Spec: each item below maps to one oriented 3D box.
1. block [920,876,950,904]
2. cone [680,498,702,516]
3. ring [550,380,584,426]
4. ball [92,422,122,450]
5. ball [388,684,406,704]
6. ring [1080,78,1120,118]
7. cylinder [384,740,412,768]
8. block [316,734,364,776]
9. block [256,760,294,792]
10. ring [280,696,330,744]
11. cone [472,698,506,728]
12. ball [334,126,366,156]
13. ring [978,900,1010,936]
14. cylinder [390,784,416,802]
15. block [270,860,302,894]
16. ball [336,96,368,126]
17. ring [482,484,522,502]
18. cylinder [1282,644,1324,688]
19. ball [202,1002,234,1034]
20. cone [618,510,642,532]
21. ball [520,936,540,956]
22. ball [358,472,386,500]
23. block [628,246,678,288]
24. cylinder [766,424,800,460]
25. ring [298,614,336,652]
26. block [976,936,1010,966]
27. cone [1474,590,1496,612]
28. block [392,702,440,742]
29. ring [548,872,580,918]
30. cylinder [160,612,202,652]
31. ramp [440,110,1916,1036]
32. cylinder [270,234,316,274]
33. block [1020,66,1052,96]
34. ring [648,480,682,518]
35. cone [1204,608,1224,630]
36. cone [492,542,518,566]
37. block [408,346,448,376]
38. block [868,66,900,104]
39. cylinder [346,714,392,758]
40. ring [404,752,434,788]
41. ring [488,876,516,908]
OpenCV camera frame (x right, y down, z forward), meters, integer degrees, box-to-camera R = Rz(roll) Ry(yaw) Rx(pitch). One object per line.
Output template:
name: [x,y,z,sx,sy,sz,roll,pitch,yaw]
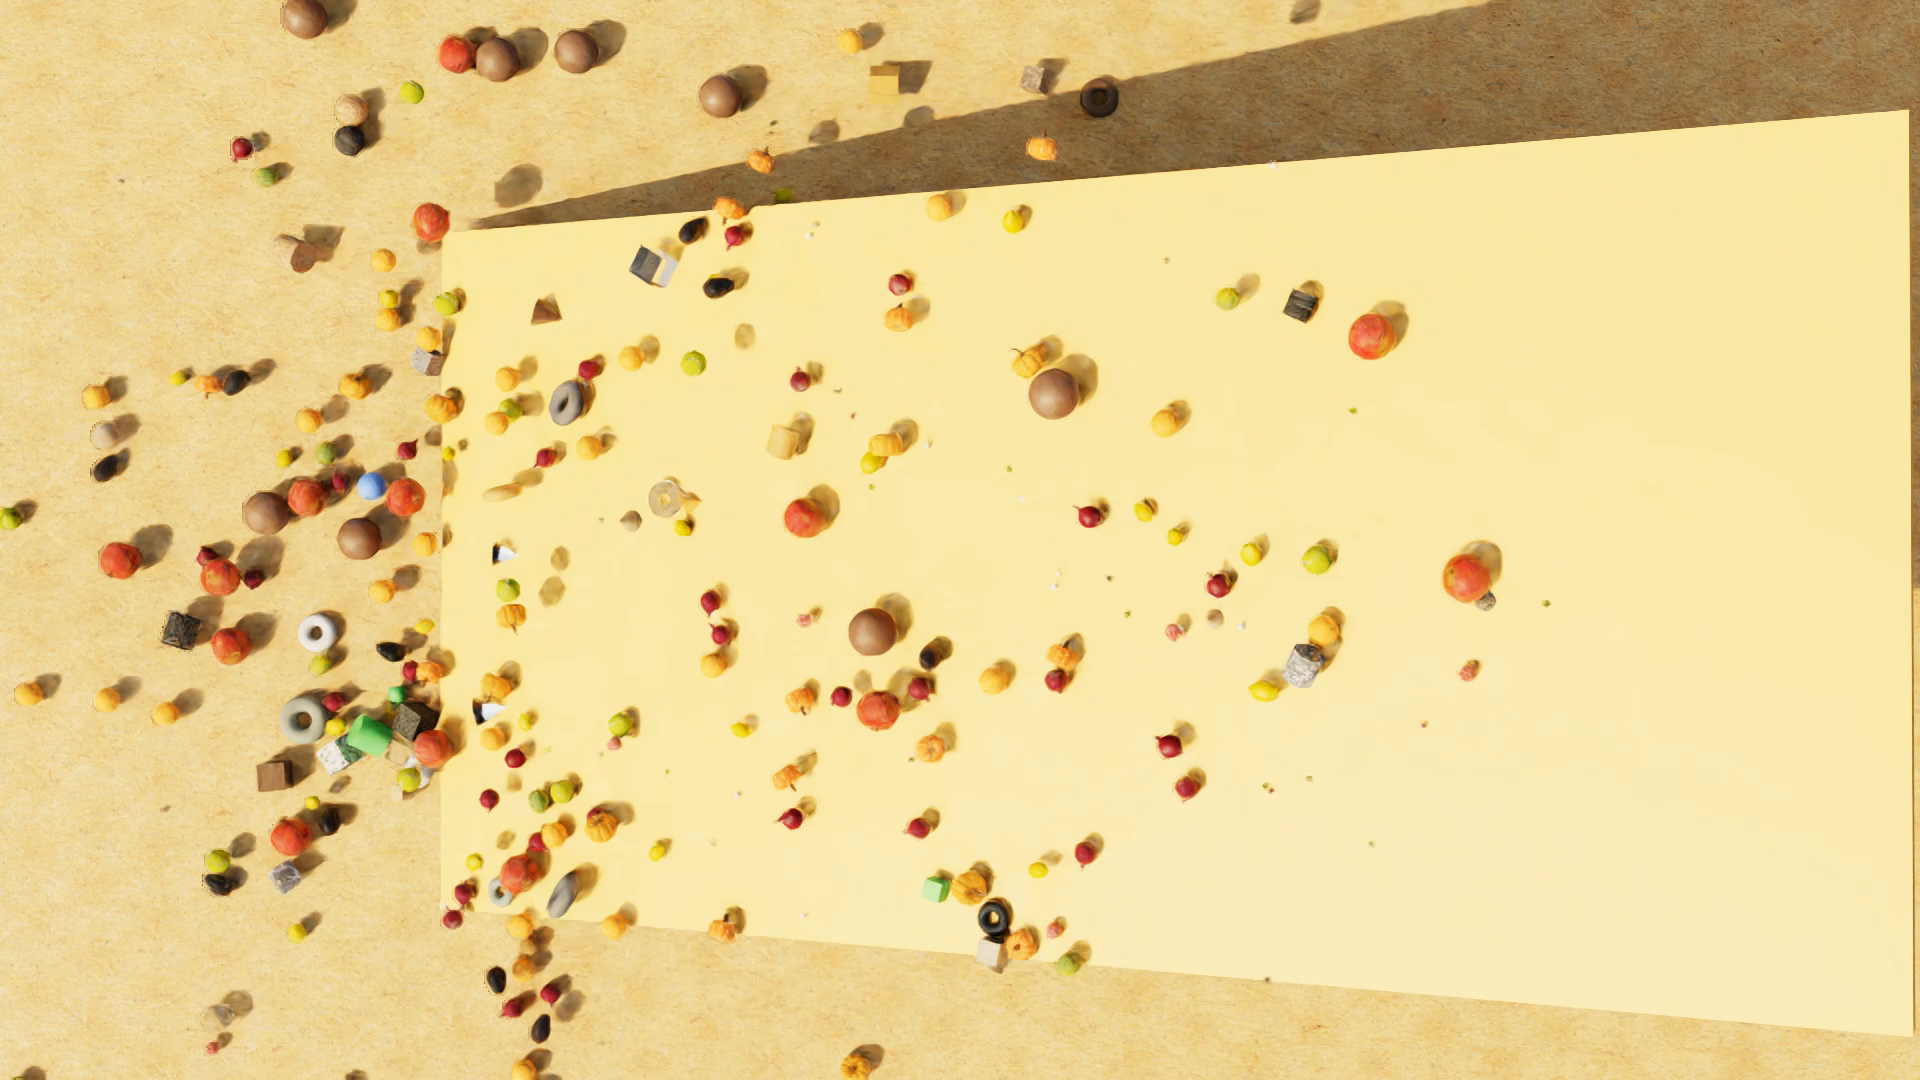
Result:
block: [-0.064,0.915,5.750,0.051,0.051,0.051,16,97,25]
cone: [-0.740,-0.101,6.110,0.054,0.054,0.054,-22,89,15]
ring: [-1.123,-0.390,6.276,0.044,0.133,0.133,20,89,-44]
ball: [-2.548,-0.311,6.567,0.081,0.081,0.081,0,89,0]
ball: [-1.680,0.459,6.560,0.054,0.054,0.054,0,89,0]
ring: [0.419,-1.327,6.599,0.119,0.040,0.119,0,91,-4]
cylinder: [-1.670,0.634,6.537,0.059,0.059,0.059,31,89,3]
block: [-1.843,0.638,6.542,0.083,0.083,0.083,-32,89,24]
block: [-2.043,0.704,6.556,0.081,0.081,0.081,-5,89,0]
ring: [-1.960,0.537,6.574,0.147,0.049,0.147,0,90,-1]
cone: [-1.364,0.494,6.402,0.089,0.089,0.089,-10,89,1]
ball: [-1.824,-1.194,6.572,0.090,0.090,0.090,0,89,0]
ring: [0.088,0.979,5.686,0.094,0.031,0.094,0,91,27]
cylinder: [-1.660,0.753,6.547,0.052,0.052,0.052,0,89,30]
block: [-2.007,1.003,6.540,0.065,0.065,0.065,-34,77,-30]
ball: [-1.816,-1.283,6.573,0.090,0.090,0.090,0,89,0]
ring: [-1.312,-0.135,6.306,0.114,0.114,0.038,-12,99,0]
cylinder: [0.820,0.301,5.258,0.078,0.078,0.078,22,117,0]
ball: [-2.207,1.423,6.544,0.088,0.088,0.088,0,89,0]
cone: [-0.941,-0.053,6.185,0.065,0.065,0.065,0,89,26]
ball: [-1.283,1.209,6.556,0.059,0.059,0.059,0,89,0]
ball: [-1.755,-0.159,6.563,0.085,0.085,0.085,0,89,0]
block: [-0.855,-0.763,6.141,0.083,0.083,0.083,34,104,22]
cylinder: [-0.477,-0.262,5.925,0.077,0.077,0.077,18,98,0]
ring: [-1.924,0.278,6.582,0.116,0.039,0.116,0,86,2]
block: [0.084,1.059,5.671,0.059,0.059,0.059,12,95,26]
cone: [1.218,0.142,5.127,0.050,0.050,0.050,0,89,26]
block: [-1.607,0.537,6.498,0.085,0.085,0.085,30,103,25]
ring: [-1.124,1.008,6.237,0.047,0.141,0.141,31,89,-16]
cylinder: [-2.318,0.272,6.552,0.094,0.094,0.094,19,87,0]
ramp: [0.280,0.080,5.674,4.000,0.100,2.000,0,89,26]
cylinder: [-1.986,-0.852,6.547,0.095,0.095,0.095,22,89,29]
block: [0.226,-1.375,6.577,0.064,0.064,0.064,14,89,24]
ring: [-0.824,-0.113,6.145,0.109,0.036,0.109,0,90,25]
cone: [0.618,0.196,5.421,0.053,0.053,0.053,0,89,26]
cone: [-1.316,0.043,6.388,0.072,0.072,0.072,4,89,0]
block: [-1.573,-0.529,6.502,0.066,0.066,0.066,32,104,24]
block: [-0.226,-1.358,6.559,0.087,0.087,0.087,2,122,0]
cylinder: [-1.753,0.581,6.531,0.098,0.098,0.098,29,89,-26]
ring: [-1.606,0.681,6.526,0.108,0.036,0.108,0,90,30]
ring: [-1.332,1.022,6.385,0.092,0.031,0.092,-1,89,28]
